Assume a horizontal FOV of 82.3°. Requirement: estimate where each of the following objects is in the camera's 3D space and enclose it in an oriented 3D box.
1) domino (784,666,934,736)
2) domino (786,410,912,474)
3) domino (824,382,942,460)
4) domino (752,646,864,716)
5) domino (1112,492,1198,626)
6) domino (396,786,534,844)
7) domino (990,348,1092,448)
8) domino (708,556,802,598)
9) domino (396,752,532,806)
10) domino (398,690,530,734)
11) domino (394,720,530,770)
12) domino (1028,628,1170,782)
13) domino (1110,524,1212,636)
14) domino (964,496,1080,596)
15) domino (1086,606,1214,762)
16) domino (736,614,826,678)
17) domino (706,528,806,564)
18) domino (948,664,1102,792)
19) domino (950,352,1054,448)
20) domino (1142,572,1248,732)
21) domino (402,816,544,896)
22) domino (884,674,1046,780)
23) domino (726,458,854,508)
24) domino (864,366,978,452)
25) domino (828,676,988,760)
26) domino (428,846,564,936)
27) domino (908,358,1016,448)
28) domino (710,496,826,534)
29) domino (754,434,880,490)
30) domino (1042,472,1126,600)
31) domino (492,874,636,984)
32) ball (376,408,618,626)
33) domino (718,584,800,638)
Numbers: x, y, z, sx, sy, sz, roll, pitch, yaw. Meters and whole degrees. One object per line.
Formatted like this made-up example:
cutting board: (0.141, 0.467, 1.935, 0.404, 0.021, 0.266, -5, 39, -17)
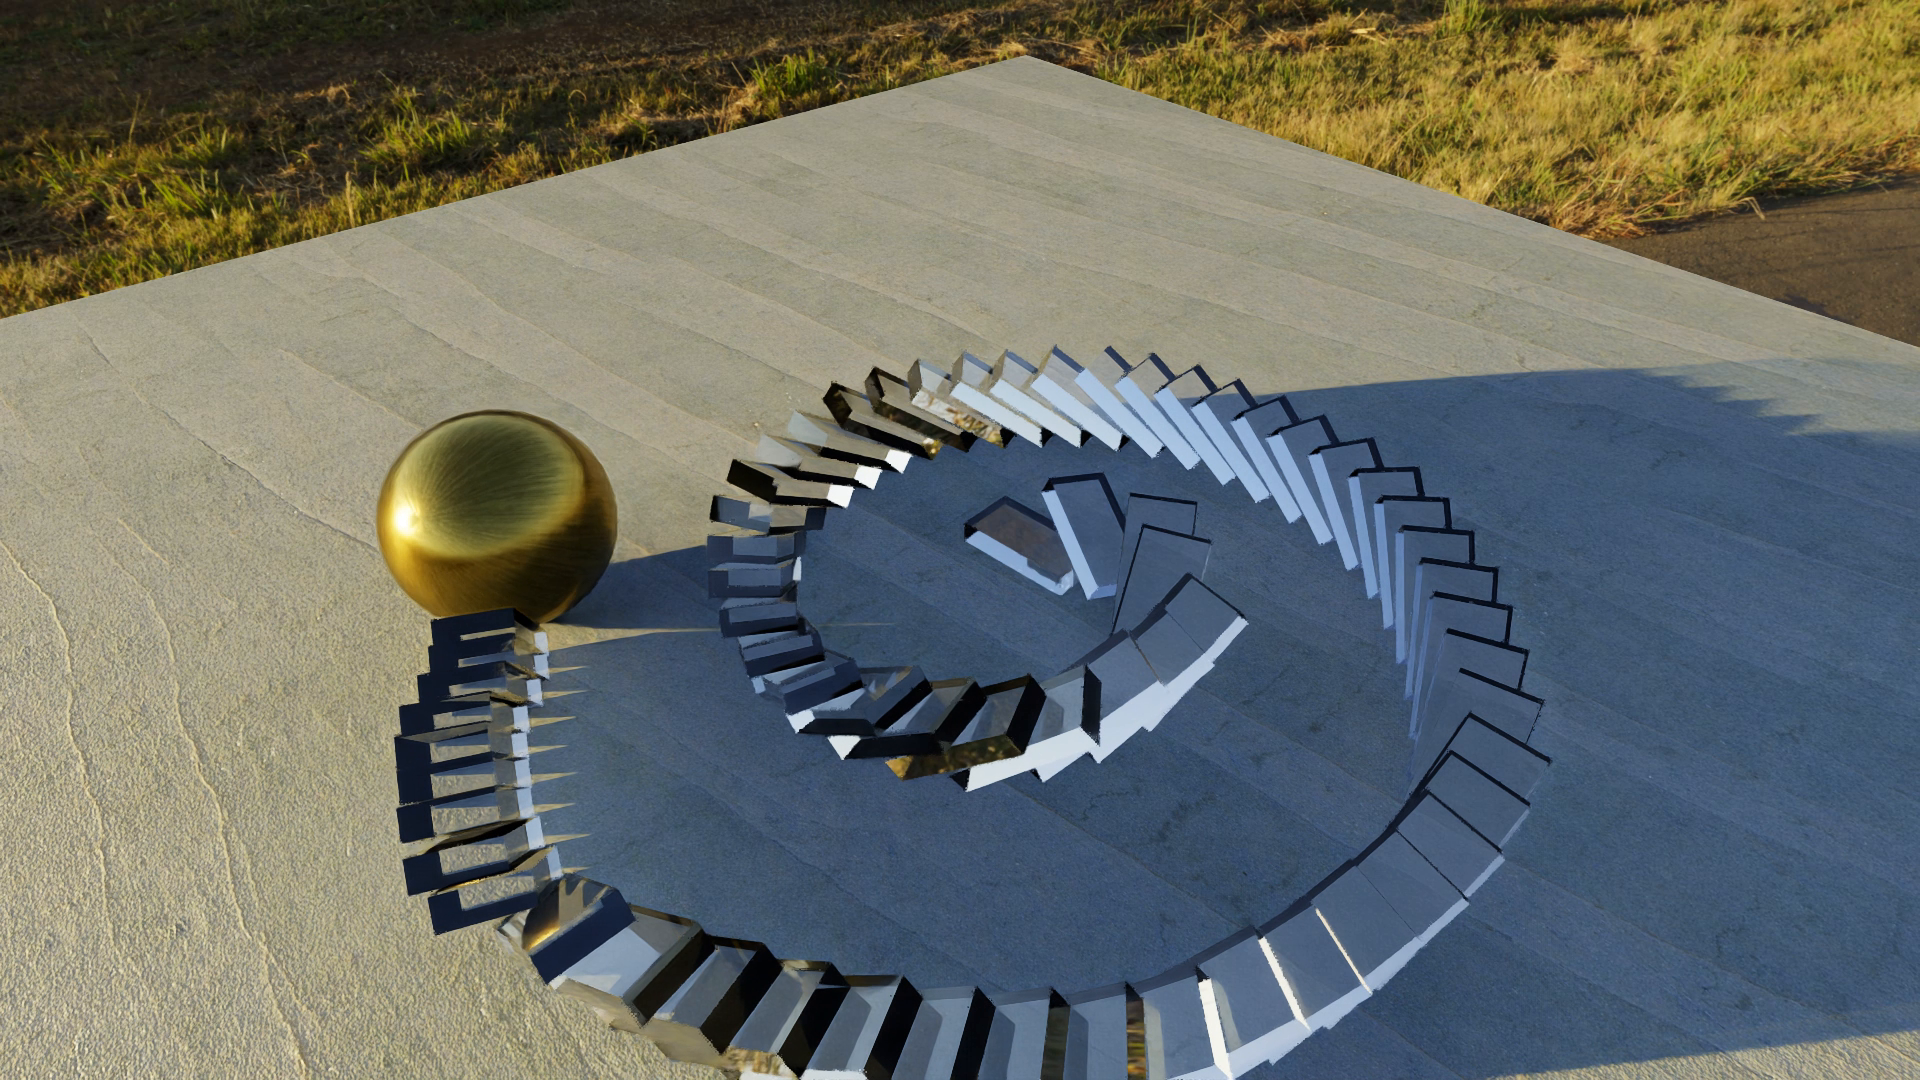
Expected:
domino: (-0.034, 0.052, 0.358, 0.025, 0.009, 0.050, -36, 15, -35)
domino: (-0.047, -0.042, 0.474, 0.050, 0.010, 0.025, 8, 23, -50)
domino: (-0.034, -0.052, 0.486, 0.050, 0.010, 0.025, 17, 26, -38)
domino: (-0.052, 0.046, 0.366, 0.025, 0.010, 0.050, -19, 8, -21)
domino: (0.072, 0.009, 0.408, 0.025, 0.010, 0.050, 8, 79, 6)
domino: (-0.142, 0.079, 0.319, 0.025, 0.050, 0.009, -11, 80, -13)
domino: (0.038, -0.065, 0.502, 0.050, 0.009, 0.025, 30, 37, -16)
domino: (-0.075, 0.013, 0.406, 0.025, 0.009, 0.050, 0, 5, 0)
domino: (-0.146, 0.072, 0.328, 0.025, 0.050, 0.009, -10, 79, -12)
domino: (-0.154, 0.057, 0.346, 0.025, 0.050, 0.010, -9, 78, -11)
domino: (-0.151, 0.064, 0.337, 0.025, 0.050, 0.010, -9, 78, -11)
domino: (0.040, 0.054, 0.358, 0.050, 0.009, 0.025, -37, 42, 8)
domino: (0.071, 0.022, 0.394, 0.025, 0.009, 0.050, 15, 80, 17)
domino: (0.029, 0.002, 0.442, 0.050, 0.009, 0.025, 30, 48, 32)
domino: (0.056, 0.048, 0.365, 0.050, 0.010, 0.025, -41, 45, 4)
domino: (-0.063, 0.036, 0.378, 0.025, 0.010, 0.050, -12, 6, -14)
domino: (-0.076, 0.002, 0.419, 0.025, 0.009, 0.050, 2, 4, 5)
domino: (0.021, 0.060, 0.347, 0.050, 0.010, 0.025, -27, 32, 29)
domino: (0.020, -0.064, 0.501, 0.050, 0.009, 0.025, 28, 35, -19)
domino: (0.071, 0.038, 0.376, 0.050, 0.009, 0.025, -48, 53, -1)
domino: (-0.135, 0.088, 0.310, 0.025, 0.050, 0.010, -11, 84, -12)
domino: (0.002, 0.060, 0.348, 0.050, 0.009, 0.025, -21, 27, 37)
domino: (-0.069, -0.023, 0.450, 0.025, 0.010, 0.050, 25, 11, 27)
domino: (-0.017, -0.058, 0.494, 0.050, 0.010, 0.025, 21, 29, -30)
domino: (-0.017, 0.057, 0.352, 0.050, 0.009, 0.025, -15, 23, 45)
domino: (-0.126, 0.095, 0.301, 0.025, 0.050, 0.009, -12, 84, -15)
domino: (0.001, -0.062, 0.498, 0.050, 0.009, 0.025, 24, 32, -25)
domino: (-0.075, -0.011, 0.435, 0.025, 0.010, 0.050, 12, 6, 16)
domino: (-0.059, -0.033, 0.463, 0.025, 0.009, 0.050, 30, 14, 31)
domino: (0.053, -0.002, 0.429, 0.025, 0.009, 0.050, -8, 61, -25)
domino: (-0.107, 0.103, 0.294, 0.025, 0.009, 0.050, -32, 7, -33)
ball: (-0.165, -0.007, 0.396, 0.080, 0.080, 0.080, 0, 39, 0)
domino: (-0.071, 0.025, 0.392, 0.025, 0.010, 0.050, -6, 5, -7)
